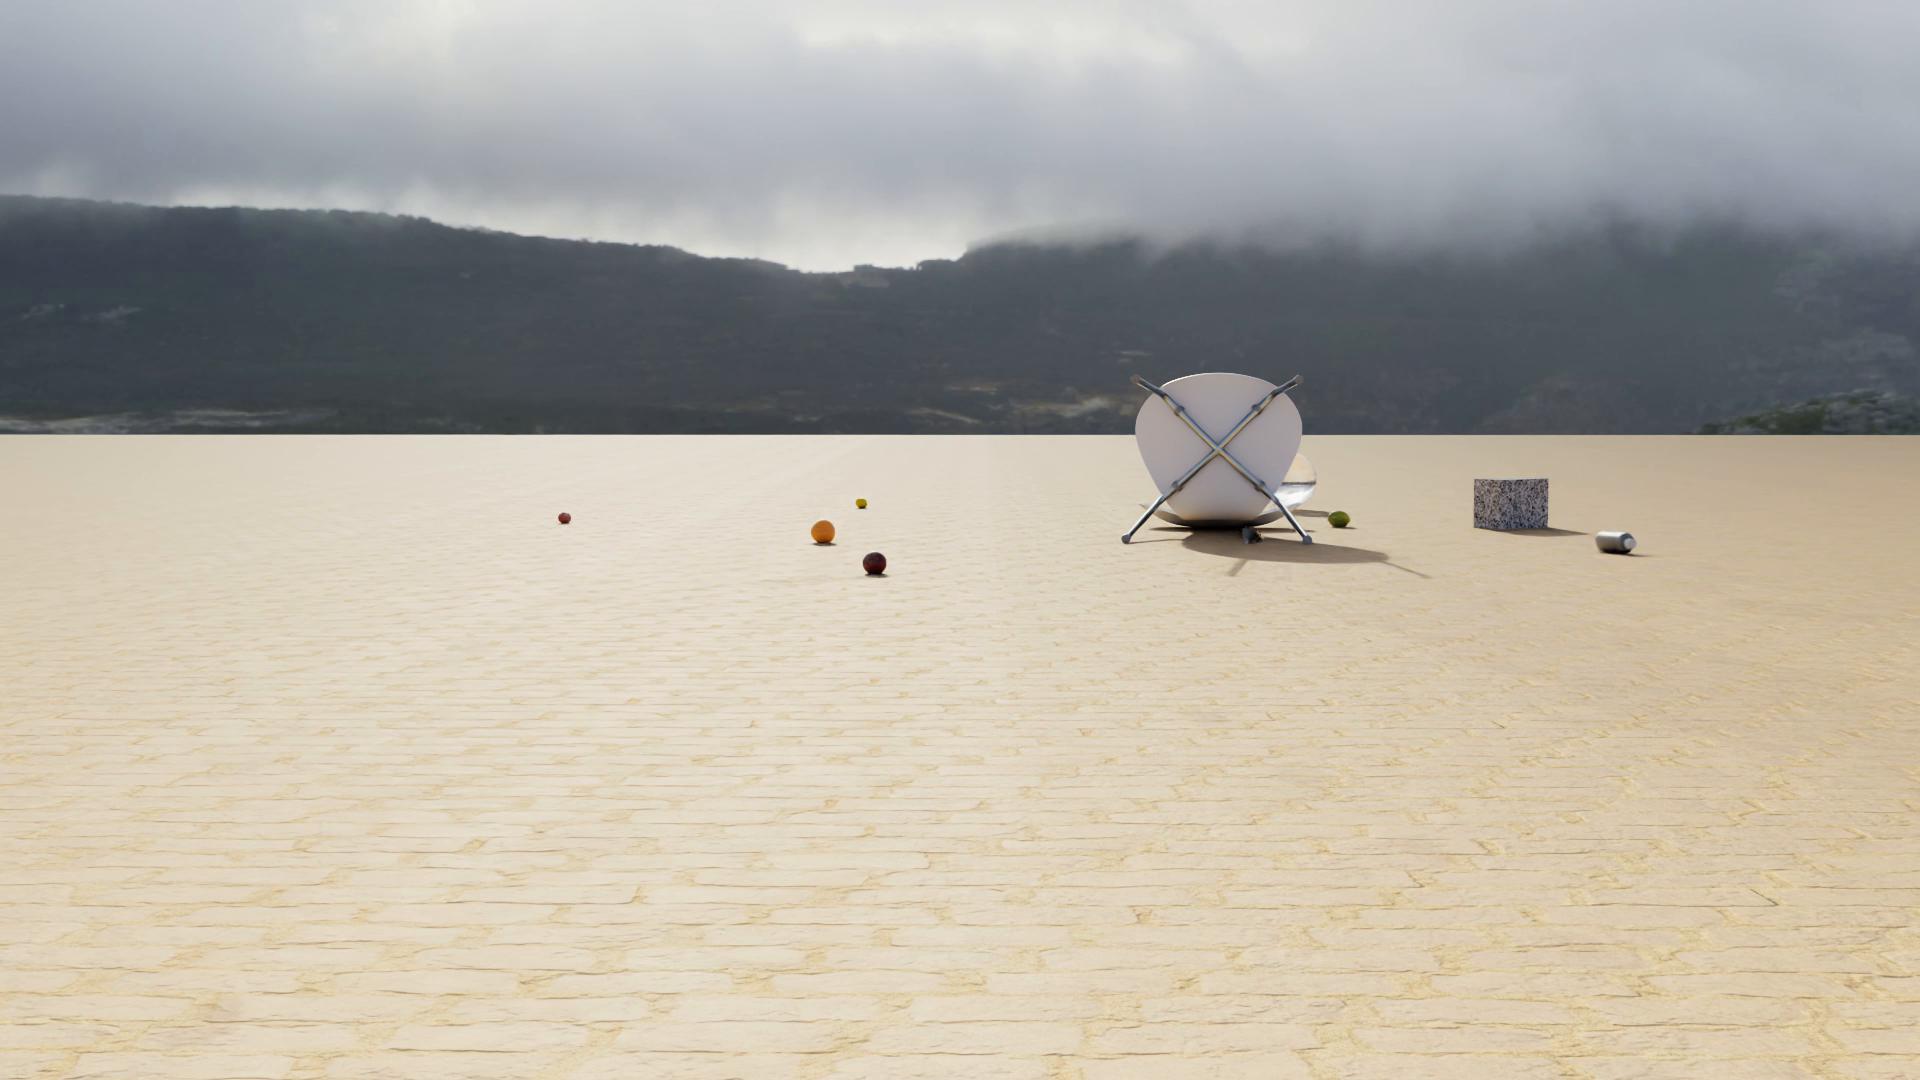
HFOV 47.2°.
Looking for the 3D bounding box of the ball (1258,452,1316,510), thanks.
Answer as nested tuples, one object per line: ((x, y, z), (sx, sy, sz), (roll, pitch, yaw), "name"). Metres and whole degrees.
((1.220, -0.222, 8.201), (0.217, 0.217, 0.217), (0, 4, 0), "ball")

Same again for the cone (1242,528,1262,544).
((0.837, 0.001, 6.376), (0.068, 0.057, 0.035), (19, 55, 35), "cone")

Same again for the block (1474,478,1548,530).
((1.790, -0.120, 7.142), (0.221, 0.158, 0.117), (-3, 5, -34), "block")
